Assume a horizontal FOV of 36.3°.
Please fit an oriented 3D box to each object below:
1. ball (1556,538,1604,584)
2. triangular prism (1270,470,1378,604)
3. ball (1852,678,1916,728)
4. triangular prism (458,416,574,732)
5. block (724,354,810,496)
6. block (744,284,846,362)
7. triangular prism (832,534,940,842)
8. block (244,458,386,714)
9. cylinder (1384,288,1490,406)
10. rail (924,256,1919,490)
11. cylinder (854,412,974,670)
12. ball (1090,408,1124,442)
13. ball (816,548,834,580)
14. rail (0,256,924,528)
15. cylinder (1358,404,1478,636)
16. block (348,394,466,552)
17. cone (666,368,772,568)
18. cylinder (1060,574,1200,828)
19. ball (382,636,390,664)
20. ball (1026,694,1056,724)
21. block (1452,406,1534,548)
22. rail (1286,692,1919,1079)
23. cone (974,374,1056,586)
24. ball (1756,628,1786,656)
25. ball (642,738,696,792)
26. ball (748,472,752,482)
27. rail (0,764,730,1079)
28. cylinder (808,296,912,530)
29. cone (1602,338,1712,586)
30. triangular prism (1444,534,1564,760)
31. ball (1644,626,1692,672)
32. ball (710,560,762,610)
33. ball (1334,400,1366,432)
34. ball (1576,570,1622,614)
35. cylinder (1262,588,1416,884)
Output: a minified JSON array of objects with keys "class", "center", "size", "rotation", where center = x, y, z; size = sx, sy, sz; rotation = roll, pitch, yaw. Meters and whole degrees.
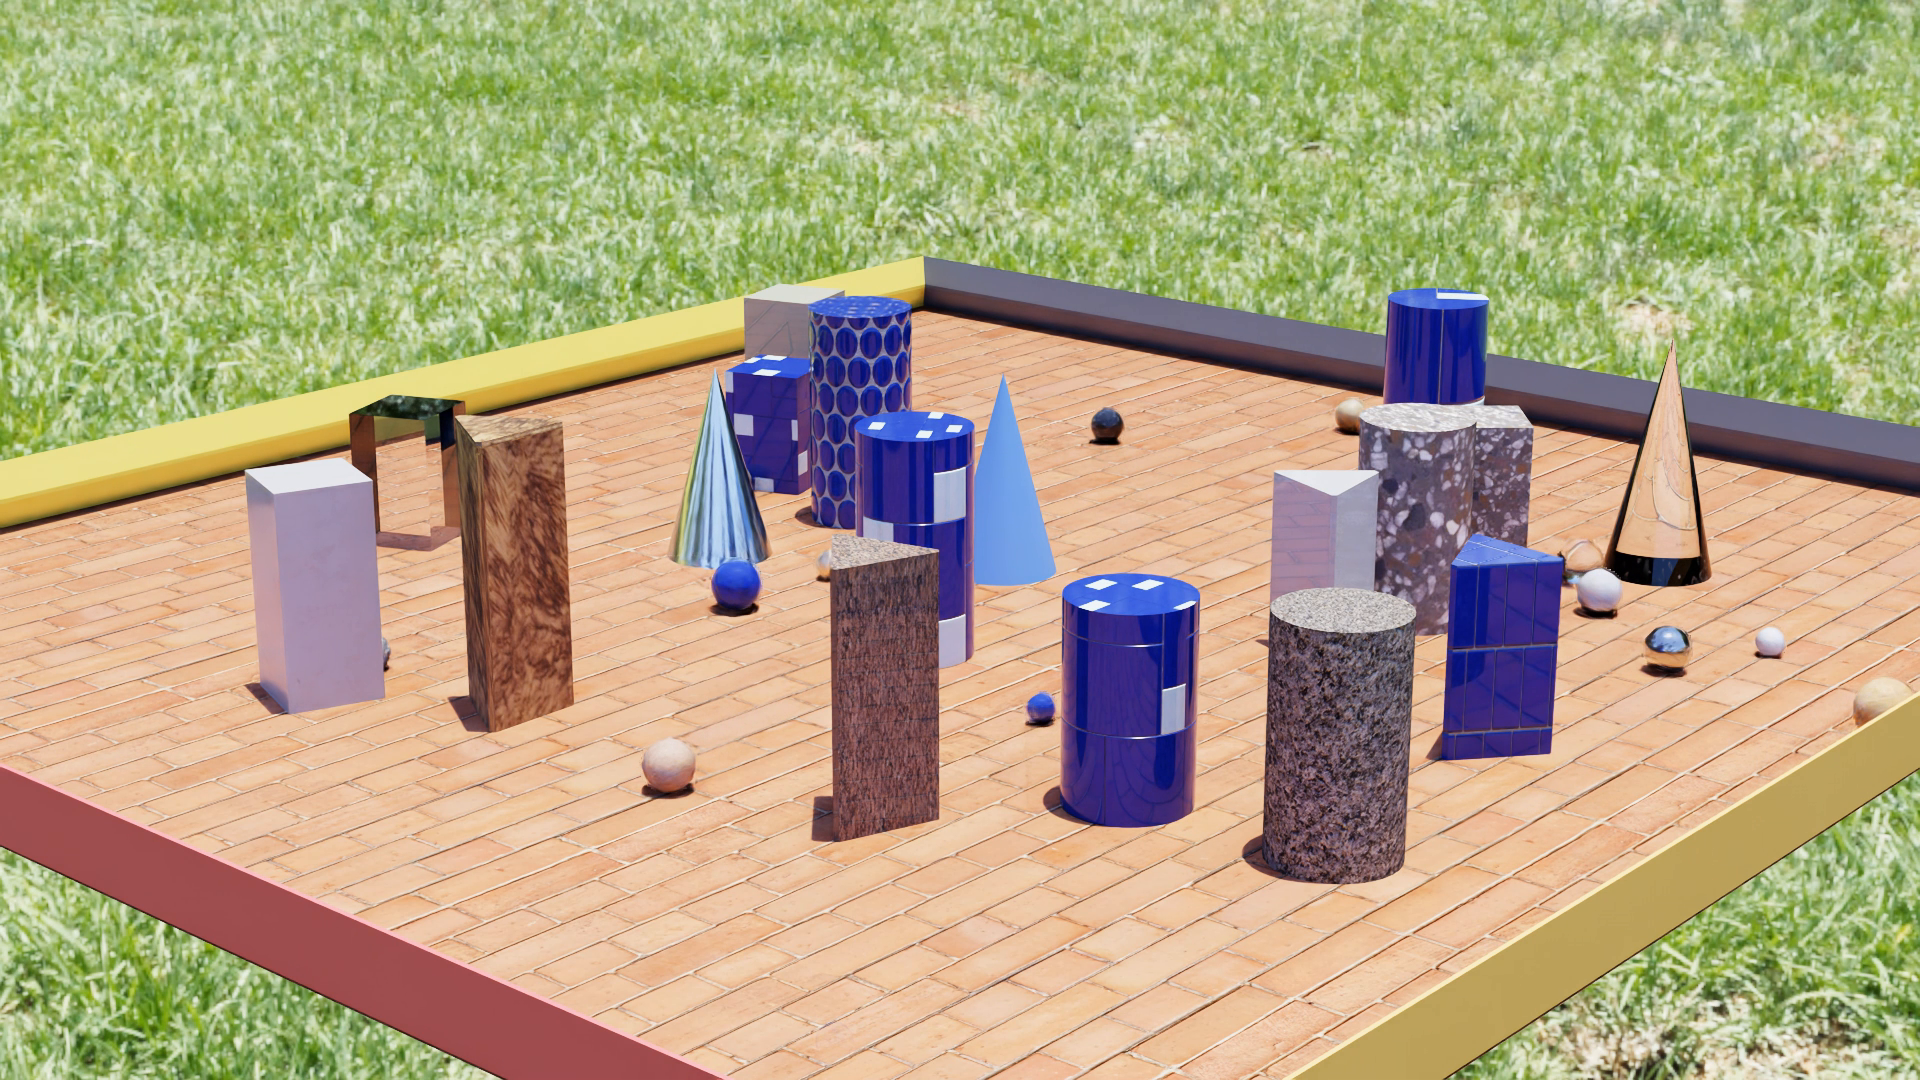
[{"class":"ball","center":[1.095,0.038,5.179],"size":[0.082,0.082,0.082],"rotation":[0,17,0]},{"class":"triangular prism","center":[0.578,0.038,4.812],"size":[0.145,0.294,0.168],"rotation":[10,19,30]},{"class":"ball","center":[1.398,0.257,4.428],"size":[0.097,0.097,0.097],"rotation":[0,17,0]},{"class":"triangular prism","center":[-0.714,0.042,4.512],"size":[0.145,0.458,0.168],"rotation":[14,22,38]},{"class":"block","center":[-0.358,-0.229,5.800],"size":[0.155,0.235,0.155],"rotation":[7,18,21]},{"class":"block","center":[-0.342,-0.362,6.110],"size":[0.155,0.309,0.155],"rotation":[8,18,24]},{"class":"triangular prism","center":[-0.137,0.198,4.104],"size":[0.168,0.395,0.145],"rotation":[-10,19,-30]},{"class":"block","center":[-1.011,0.070,4.597],"size":[0.155,0.356,0.155],"rotation":[-9,19,-28]},{"class":"cylinder","center":[0.921,-0.279,5.699],"size":[0.194,0.388,0.194],"rotation":[0,17,0]},{"class":"rail","center":[1.120,-0.341,6.355],"size":[3.252,0.126,0.045],"rotation":[14,22,39]},{"class":"cylinder","center":[-0.073,0.000,4.780],"size":[0.194,0.384,0.194],"rotation":[0,17,0]},{"class":"ball","center":[0.306,-0.239,6.117],"size":[0.069,0.069,0.069],"rotation":[0,17,0]},{"class":"ball","center":[-0.228,0.043,5.209],"size":[0.055,0.055,0.055],"rotation":[0,17,0]},{"class":"rail","center":[-1.210,-0.272,6.126],"size":[0.045,0.126,3.463],"rotation":[14,22,39]},{"class":"cylinder","center":[0.766,-0.036,4.954],"size":[0.194,0.354,0.194],"rotation":[0,17,0]},{"class":"block","center":[-1.017,-0.126,5.433],"size":[0.155,0.248,0.155],"rotation":[6,18,18]},{"class":"cone","center":[-0.440,-0.143,5.317],"size":[0.194,0.348,0.194],"rotation":[0,17,0]},{"class":"cylinder","center":[0.240,0.225,4.156],"size":[0.194,0.314,0.194],"rotation":[0,17,0]},{"class":"ball","center":[-0.951,0.181,4.748],"size":[0.058,0.058,0.058],"rotation":[0,17,0]},{"class":"ball","center":[0.124,0.259,4.508],"size":[0.046,0.046,0.046],"rotation":[0,17,0]},{"class":"block","center":[0.906,-0.068,5.140],"size":[0.155,0.307,0.155],"rotation":[0,17,1]},{"class":"rail","center":[1.210,0.335,4.115],"size":[0.045,0.126,3.463],"rotation":[14,22,39]},{"class":"cone","center":[0.077,-0.121,5.217],"size":[0.194,0.364,0.194],"rotation":[0,17,0]},{"class":"ball","center":[1.330,0.167,4.811],"size":[0.048,0.048,0.048],"rotation":[0,17,0]},{"class":"ball","center":[-0.420,0.325,4.235],"size":[0.078,0.078,0.078],"rotation":[0,17,0]},{"class":"ball","center":[-0.431,-0.116,5.751],"size":[0.047,0.047,0.047],"rotation":[0,17,0]},{"class":"rail","center":[-1.120,0.404,3.886],"size":[3.252,0.126,0.045],"rotation":[14,22,39]},{"class":"cylinder","center":[-0.187,-0.242,5.542],"size":[0.194,0.407,0.194],"rotation":[0,17,0]},{"class":"cone","center":[1.251,-0.152,5.202],"size":[0.194,0.431,0.194],"rotation":[0,17,0]},{"class":"triangular prism","center":[0.790,0.157,4.400],"size":[0.168,0.304,0.145],"rotation":[-3,17,-9]},{"class":"ball","center":[1.142,0.176,4.733],"size":[0.075,0.075,0.075],"rotation":[0,17,0]},{"class":"ball","center":[-0.385,0.077,5.040],"size":[0.087,0.087,0.087],"rotation":[0,17,0]},{"class":"ball","center":[0.827,-0.264,6.202],"size":[0.068,0.068,0.068],"rotation":[0,17,0]},{"class":"ball","center":[1.095,0.088,5.021],"size":[0.076,0.076,0.076],"rotation":[0,17,0]},{"class":"cylinder","center":[0.511,0.263,3.961],"size":[0.194,0.355,0.194],"rotation":[0,17,0]}]
